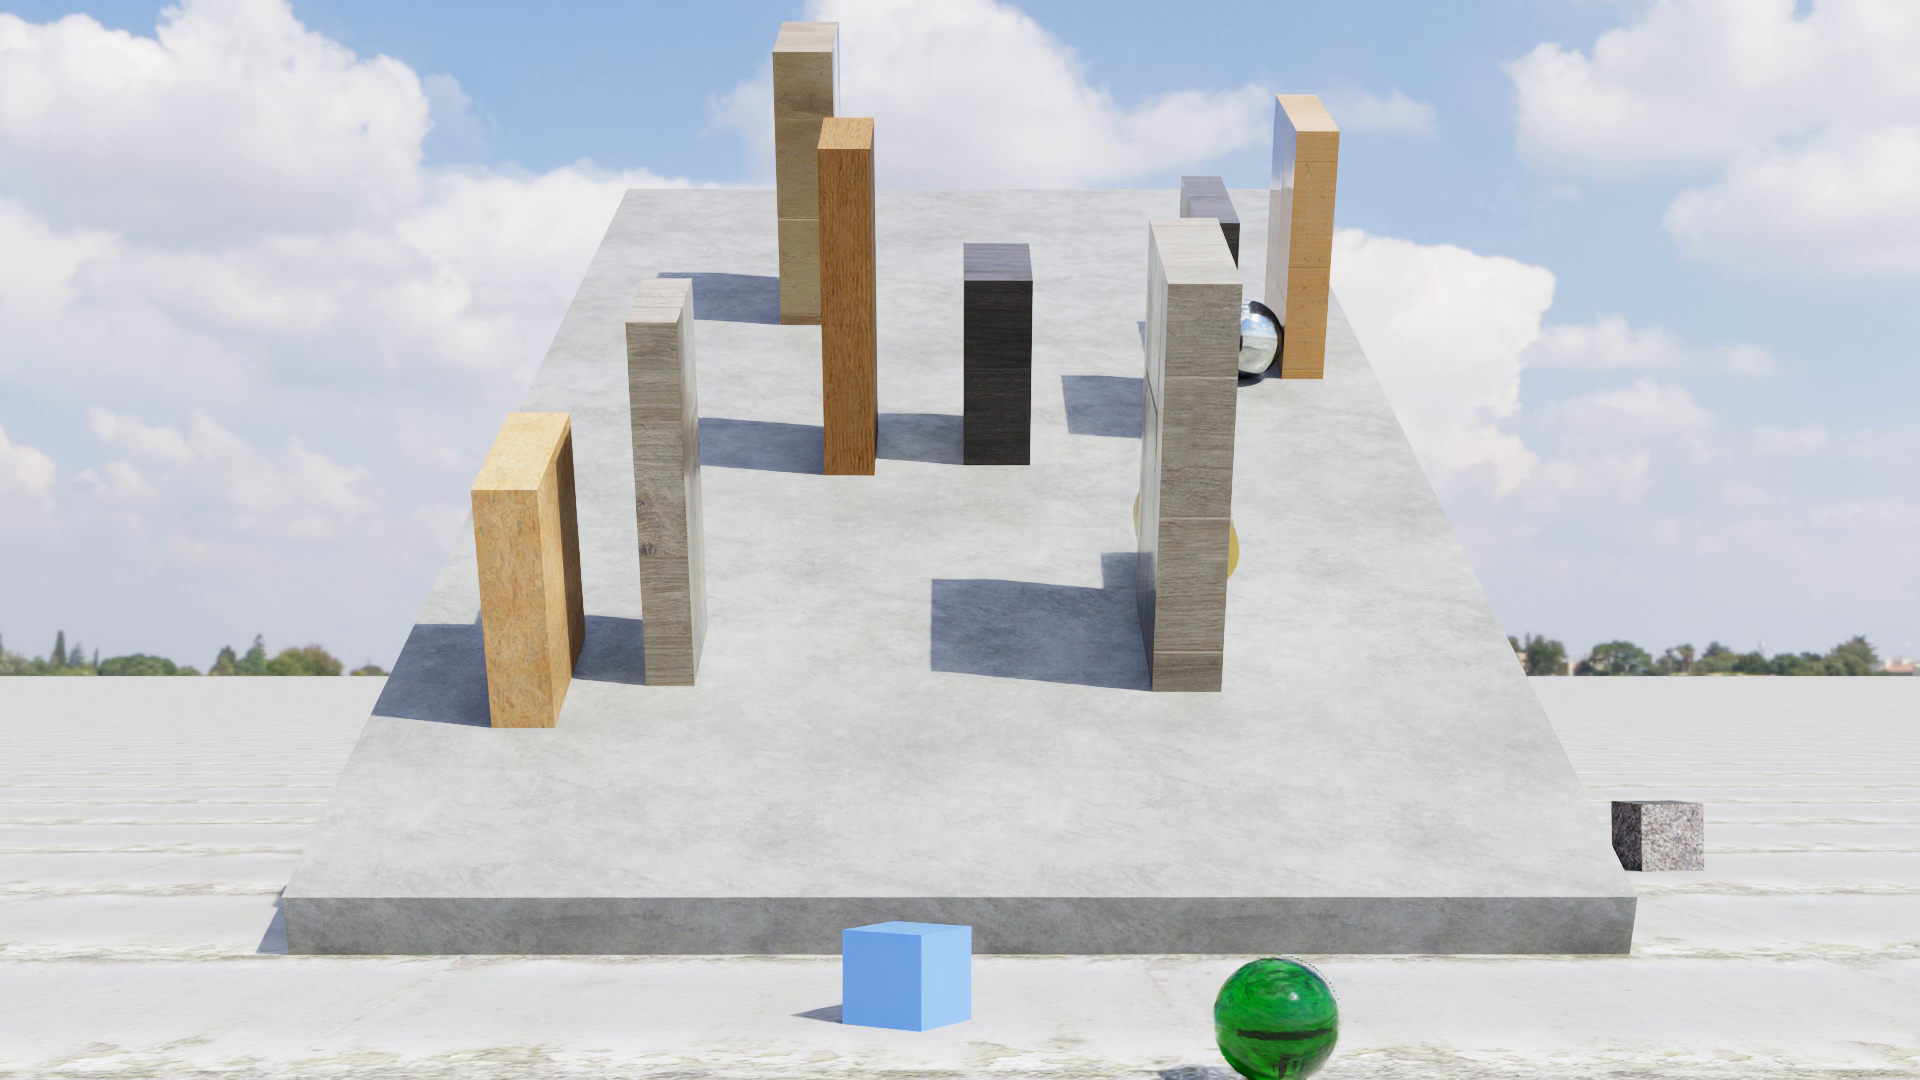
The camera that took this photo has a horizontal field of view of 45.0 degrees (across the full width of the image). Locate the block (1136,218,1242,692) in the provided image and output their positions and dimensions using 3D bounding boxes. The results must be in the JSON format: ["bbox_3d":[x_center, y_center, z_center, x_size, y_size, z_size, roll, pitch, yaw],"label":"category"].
[{"bbox_3d":[0.393,-0.152,4.056,0.120,0.737,0.390,0,24,0],"label":"block"}]

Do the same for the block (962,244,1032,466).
[{"bbox_3d":[0.079,-0.405,5.039,0.143,0.415,0.274,0,24,0],"label":"block"}]

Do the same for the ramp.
[{"bbox_3d":[-0.008,-0.227,5.273,2.000,0.100,4.000,0,24,0],"label":"ramp"}]

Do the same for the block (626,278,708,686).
[{"bbox_3d":[-0.504,-0.098,4.020,0.084,0.664,0.242,0,24,0],"label":"block"}]

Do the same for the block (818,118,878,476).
[{"bbox_3d":[-0.235,-0.516,4.924,0.106,0.707,0.271,0,24,0],"label":"block"}]

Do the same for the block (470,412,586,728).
[{"bbox_3d":[-0.734,0.047,3.976,0.106,0.433,0.355,0,24,0],"label":"block"}]

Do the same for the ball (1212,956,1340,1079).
[{"bbox_3d":[0.323,0.493,2.374,0.130,0.130,0.130,0,-3,0],"label":"ball"}]

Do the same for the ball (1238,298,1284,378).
[{"bbox_3d":[0.670,-0.477,5.489,0.187,0.187,0.187,0,-3,0],"label":"ball"}]

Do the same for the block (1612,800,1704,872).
[{"bbox_3d":[1.492,0.632,4.964,0.141,0.141,0.141,1,-3,-10],"label":"block"}]

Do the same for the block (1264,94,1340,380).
[{"bbox_3d":[0.813,-0.730,5.559,0.098,0.596,0.371,0,24,0],"label":"block"}]

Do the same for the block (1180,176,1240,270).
[{"bbox_3d":[0.549,-0.522,5.201,0.089,0.500,0.389,0,24,0],"label":"block"}]

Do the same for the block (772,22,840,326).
[{"bbox_3d":[-0.382,-0.936,5.906,0.144,0.691,0.377,0,24,0],"label":"block"}]

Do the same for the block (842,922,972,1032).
[{"bbox_3d":[-0.064,0.525,2.801,0.112,0.112,0.112,-2,-4,32],"label":"block"}]

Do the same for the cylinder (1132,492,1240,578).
[{"bbox_3d":[0.430,-0.016,4.431,0.189,0.189,0.189,0,24,0],"label":"cylinder"}]
